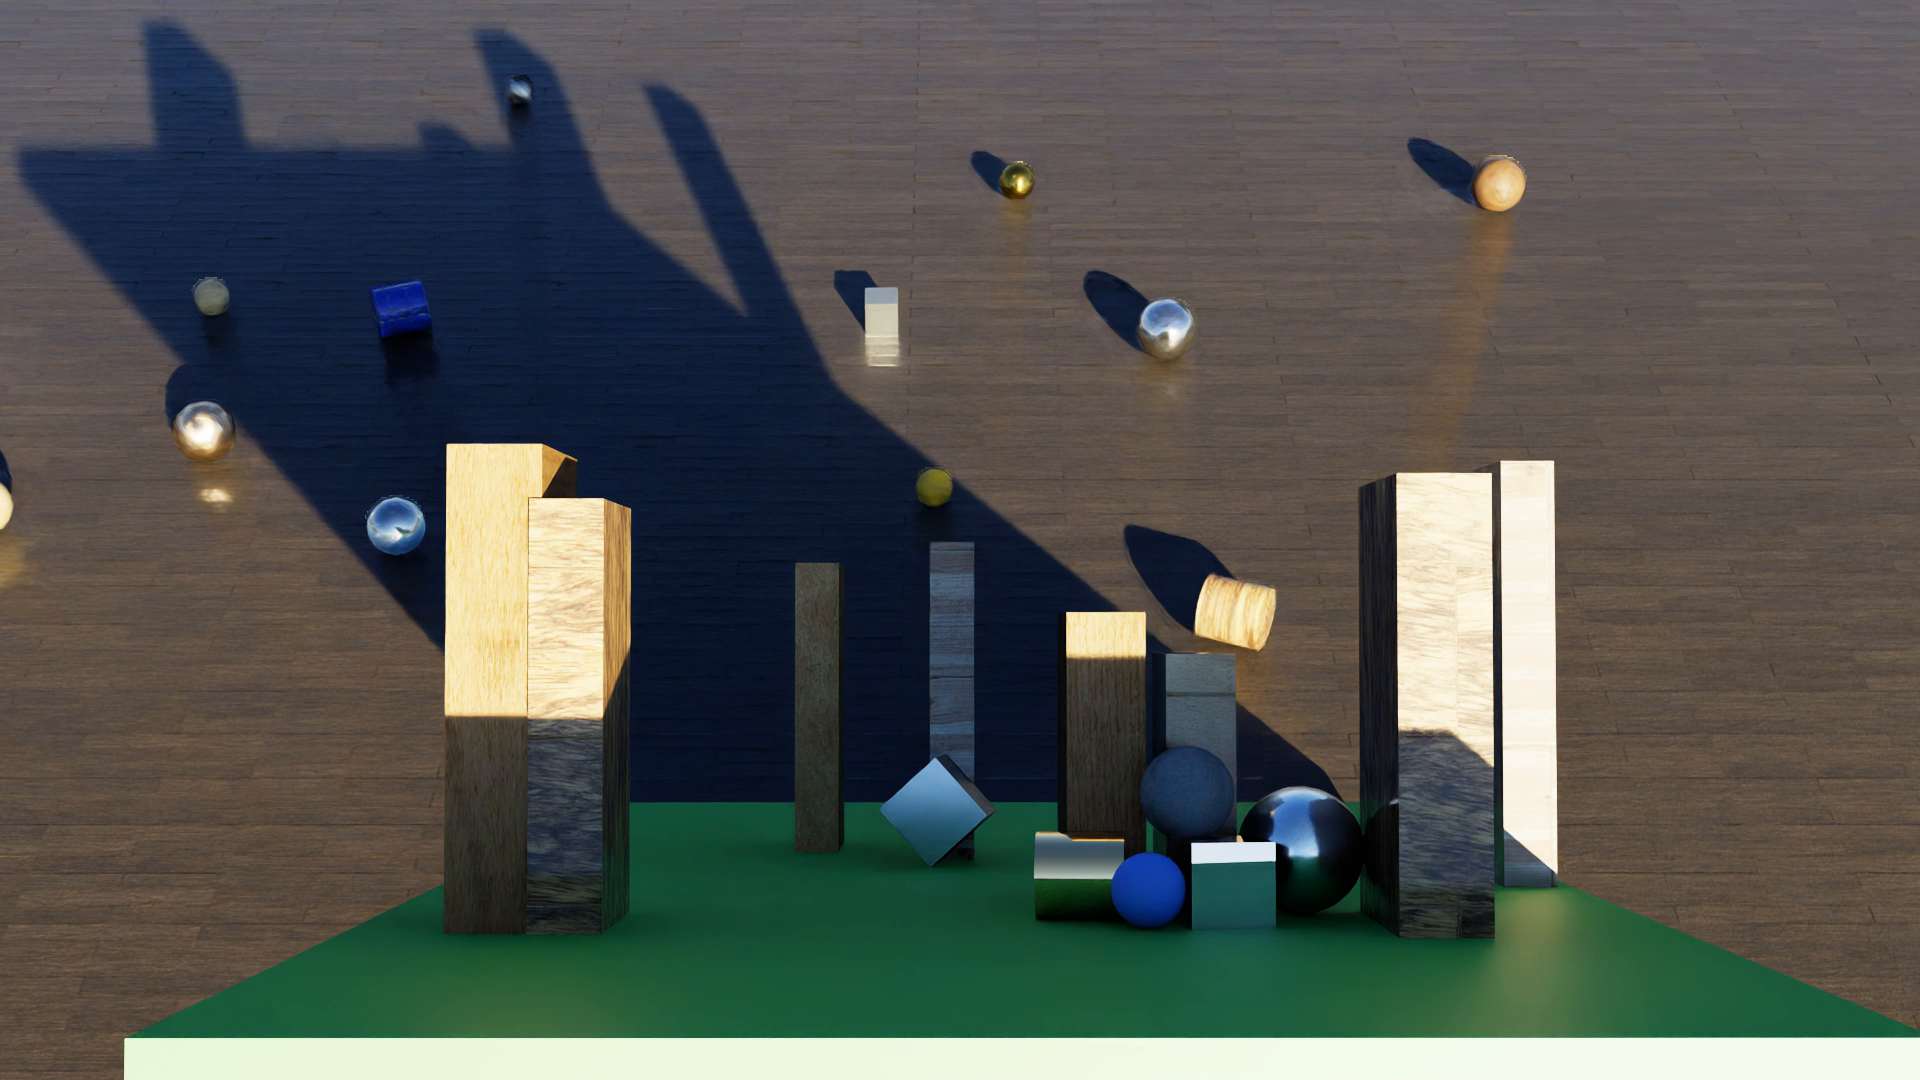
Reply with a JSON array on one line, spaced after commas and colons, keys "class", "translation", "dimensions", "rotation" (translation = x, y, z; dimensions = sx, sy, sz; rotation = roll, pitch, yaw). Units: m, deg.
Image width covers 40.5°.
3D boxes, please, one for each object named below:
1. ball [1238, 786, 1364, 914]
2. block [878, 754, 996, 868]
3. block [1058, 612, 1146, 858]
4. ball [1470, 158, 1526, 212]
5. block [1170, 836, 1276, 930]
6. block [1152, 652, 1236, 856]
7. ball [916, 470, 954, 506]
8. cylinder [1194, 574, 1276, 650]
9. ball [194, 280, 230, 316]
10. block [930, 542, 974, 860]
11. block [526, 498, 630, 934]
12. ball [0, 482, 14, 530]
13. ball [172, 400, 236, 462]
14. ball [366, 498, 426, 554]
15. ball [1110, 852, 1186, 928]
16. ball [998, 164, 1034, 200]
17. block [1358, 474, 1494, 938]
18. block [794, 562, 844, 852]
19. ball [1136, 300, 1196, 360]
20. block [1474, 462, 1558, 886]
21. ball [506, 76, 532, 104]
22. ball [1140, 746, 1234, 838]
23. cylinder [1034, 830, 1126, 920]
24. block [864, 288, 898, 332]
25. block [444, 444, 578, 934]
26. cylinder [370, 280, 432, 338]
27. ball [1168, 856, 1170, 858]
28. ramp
[{"class": "ball", "translation": [0.542, 0.494, 4.139], "dimensions": [0.203, 0.203, 0.203], "rotation": [0, 36, 0]}, {"class": "block", "translation": [-0.041, 0.522, 5.028], "dimensions": [0.148, 0.148, 0.148], "rotation": [-43, 83, 5]}, {"class": "block", "translation": [0.233, 0.362, 4.328], "dimensions": [0.126, 0.480, 0.386], "rotation": [0, -2, 0]}, {"class": "ball", "translation": [1.992, -1.317, 9.629], "dimensions": [0.200, 0.200, 0.200], "rotation": [0, 36, 0]}, {"class": "block", "translation": [0.402, 0.524, 3.984], "dimensions": [0.130, 0.130, 0.130], "rotation": [0, -2, -9]}, {"class": "block", "translation": [0.386, 0.394, 4.306], "dimensions": [0.113, 0.413, 0.290], "rotation": [0, -2, 0]}, {"class": "ball", "translation": [-0.080, -0.162, 8.090], "dimensions": [0.117, 0.117, 0.117], "rotation": [0, 36, 0]}, {"class": "cylinder", "translation": [0.796, 0.208, 7.515], "dimensions": [0.186, 0.186, 0.186], "rotation": [14, 38, 18]}, {"class": "ball", "translation": [-2.600, -0.842, 9.033], "dimensions": [0.124, 0.124, 0.124], "rotation": [0, 36, 0]}, {"class": "block", "translation": [-0.016, 0.321, 5.239], "dimensions": [0.087, 0.626, 0.253], "rotation": [0, -2, 0]}, {"class": "block", "translation": [-0.587, 0.267, 4.026], "dimensions": [0.111, 0.647, 0.320], "rotation": [0, -2, 0]}, {"class": "ball", "translation": [-2.996, -0.105, 7.952], "dimensions": [0.185, 0.185, 0.185], "rotation": [0, 36, 0]}, {"class": "ball", "translation": [-2.407, -0.346, 8.279], "dimensions": [0.195, 0.195, 0.195], "rotation": [0, 36, 0]}, {"class": "ball", "translation": [-1.708, -0.041, 7.874], "dimensions": [0.173, 0.173, 0.173], "rotation": [0, 36, 0]}, {"class": "ball", "translation": [0.286, 0.531, 3.939], "dimensions": [0.115, 0.115, 0.115], "rotation": [0, 36, 0]}, {"class": "ball", "translation": [0.212, -1.338, 9.715], "dimensions": [0.135, 0.135, 0.135], "rotation": [0, 36, 0]}, {"class": "block", "translation": [0.714, 0.249, 4.004], "dimensions": [0.139, 0.682, 0.371], "rotation": [0, -2, 0]}, {"class": "block", "translation": [-0.293, 0.347, 5.446], "dimensions": [0.089, 0.590, 0.260], "rotation": [0, -2, 0]}, {"class": "ball", "translation": [0.697, -0.711, 8.781], "dimensions": [0.204, 0.204, 0.204], "rotation": [0, 36, 0]}, {"class": "block", "translation": [1.004, 0.240, 4.710], "dimensions": [0.093, 0.751, 0.247], "rotation": [0, -2, 0]}, {"class": "ball", "translation": [-1.759, -1.794, 10.373], "dimensions": [0.108, 0.108, 0.108], "rotation": [0, 36, 0]}, {"class": "ball", "translation": [0.357, 0.398, 4.086], "dimensions": [0.150, 0.150, 0.150], "rotation": [0, 36, 0]}, {"class": "cylinder", "translation": [0.188, 0.523, 4.059], "dimensions": [0.138, 0.138, 0.138], "rotation": [0, 36, 5]}, {"class": "block", "translation": [-0.271, -0.795, 8.977], "dimensions": [0.112, 0.112, 0.112], "rotation": [-1, 36, -1]}, {"class": "block", "translation": [-0.697, 0.227, 4.055], "dimensions": [0.142, 0.730, 0.357], "rotation": [0, -2, 0]}, {"class": "cylinder", "translation": [-1.919, -0.790, 8.917], "dimensions": [0.170, 0.170, 0.170], "rotation": [-13, 38, -17]}, {"class": "ball", "translation": [0.369, 0.538, 4.101], "dimensions": [0.111, 0.111, 0.111], "rotation": [0, 36, 0]}, {"class": "ramp", "translation": [0.079, 0.671, 4.864], "dimensions": [2.000, 0.100, 4.000], "rotation": [0, -2, 0]}]
